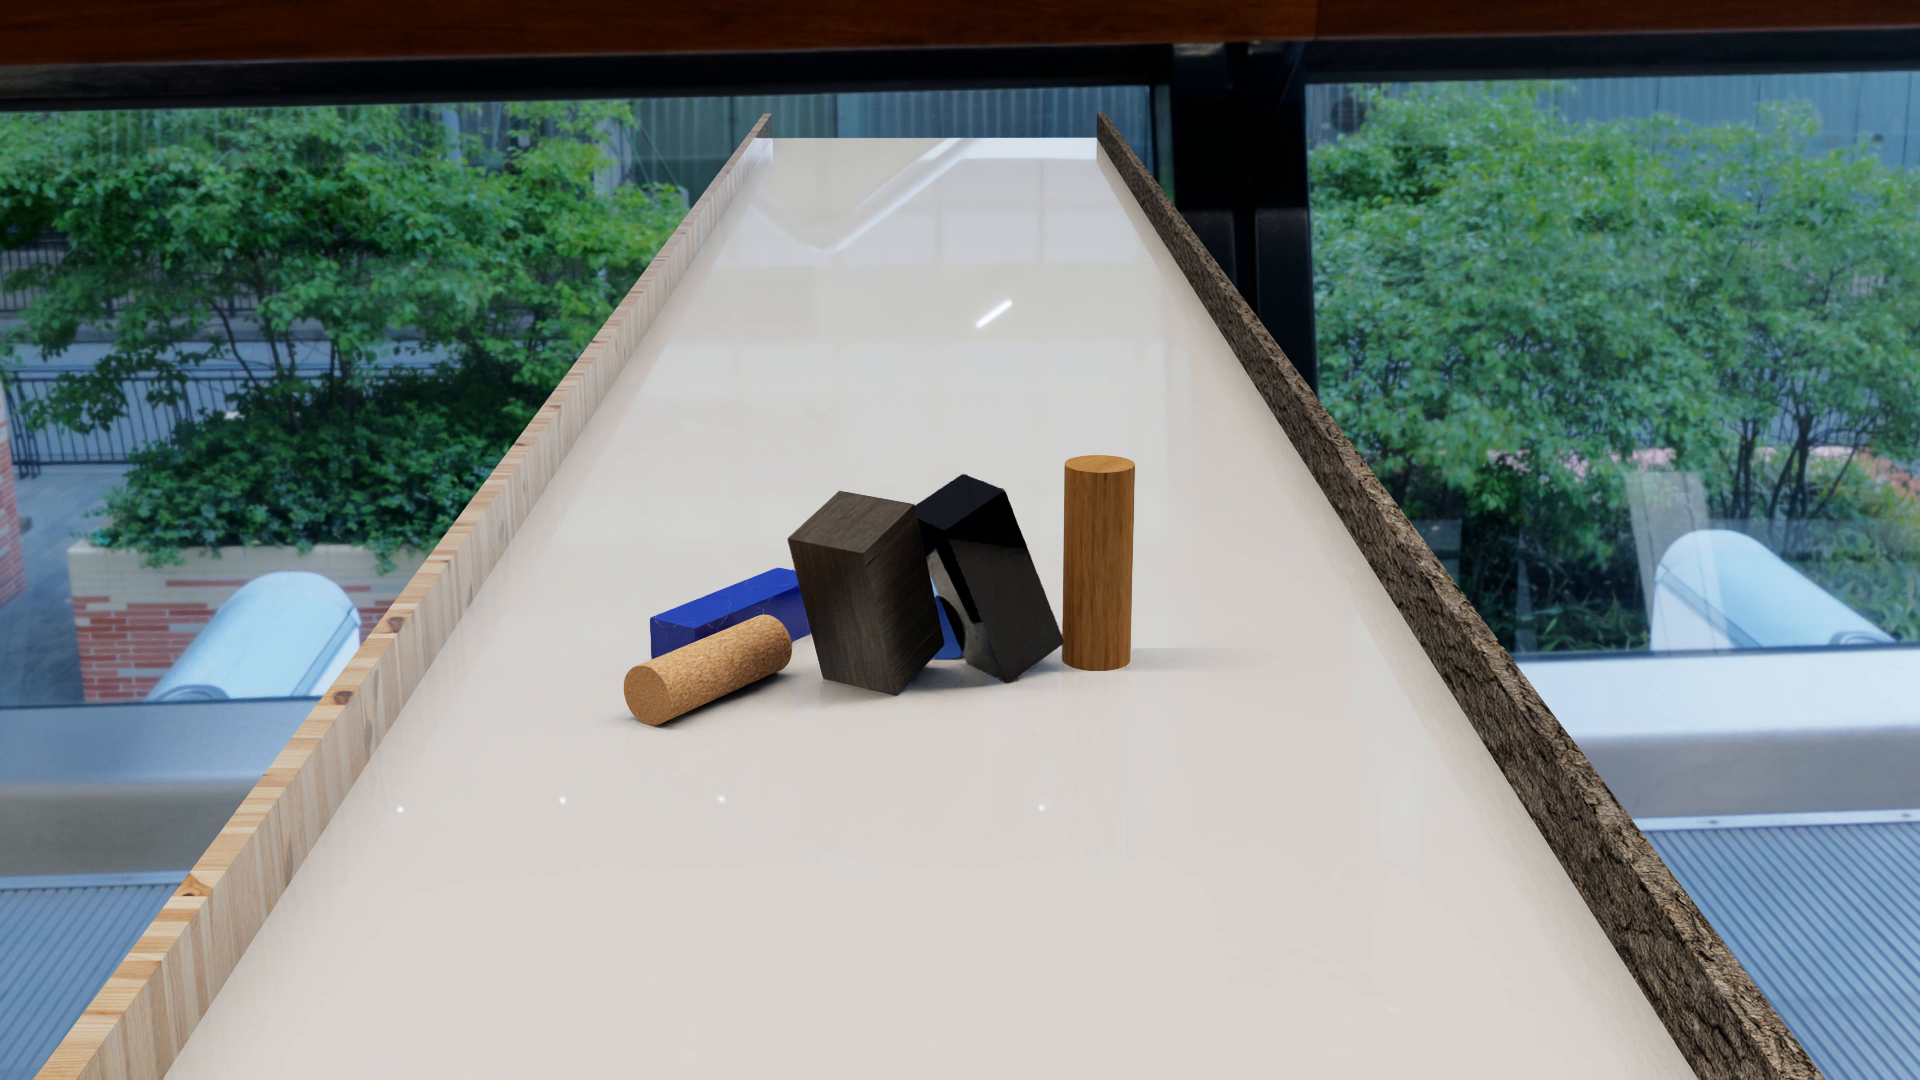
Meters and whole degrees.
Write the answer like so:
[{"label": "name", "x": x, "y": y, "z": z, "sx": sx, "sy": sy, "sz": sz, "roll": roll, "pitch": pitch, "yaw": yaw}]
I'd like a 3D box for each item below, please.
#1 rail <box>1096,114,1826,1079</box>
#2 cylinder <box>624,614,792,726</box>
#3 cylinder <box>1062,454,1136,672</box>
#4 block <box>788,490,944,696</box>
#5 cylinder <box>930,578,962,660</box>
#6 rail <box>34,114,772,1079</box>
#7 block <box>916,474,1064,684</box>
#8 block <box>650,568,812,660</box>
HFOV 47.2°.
[{"label": "rail", "x": 0.932, "y": -0.844, "z": 7.801, "sx": 0.050, "sy": 0.150, "sz": 12.000, "roll": 0, "pitch": 17, "yaw": -1}, {"label": "cylinder", "x": -0.477, "y": 0.245, "z": 4.199, "sx": 0.116, "sy": 0.116, "sz": 0.357, "roll": 11, "pitch": 20, "yaw": 33}, {"label": "cylinder", "x": 0.274, "y": 0.045, "z": 4.362, "sx": 0.138, "sy": 0.406, "sz": 0.138, "roll": 0, "pitch": 17, "yaw": 0}, {"label": "block", "x": -0.178, "y": 0.102, "z": 4.239, "sx": 0.176, "sy": 0.329, "sz": 0.176, "roll": 11, "pitch": 38, "yaw": 32}, {"label": "cylinder", "x": -0.028, "y": 0.131, "z": 4.546, "sx": 0.137, "sy": 0.137, "sz": 0.307, "roll": 0, "pitch": 17, "yaw": 1}, {"label": "rail", "x": -1.118, "y": -0.838, "z": 7.780, "sx": 0.050, "sy": 0.150, "sz": 12.000, "roll": 0, "pitch": 17, "yaw": -1}, {"label": "block", "x": 0.049, "y": 0.075, "z": 4.285, "sx": 0.147, "sy": 0.364, "sz": 0.147, "roll": -34, "pitch": 30, "yaw": -21}, {"label": "block", "x": -0.448, "y": 0.169, "z": 4.456, "sx": 0.115, "sy": 0.115, "sz": 0.403, "roll": 11, "pitch": 20, "yaw": 32}]
